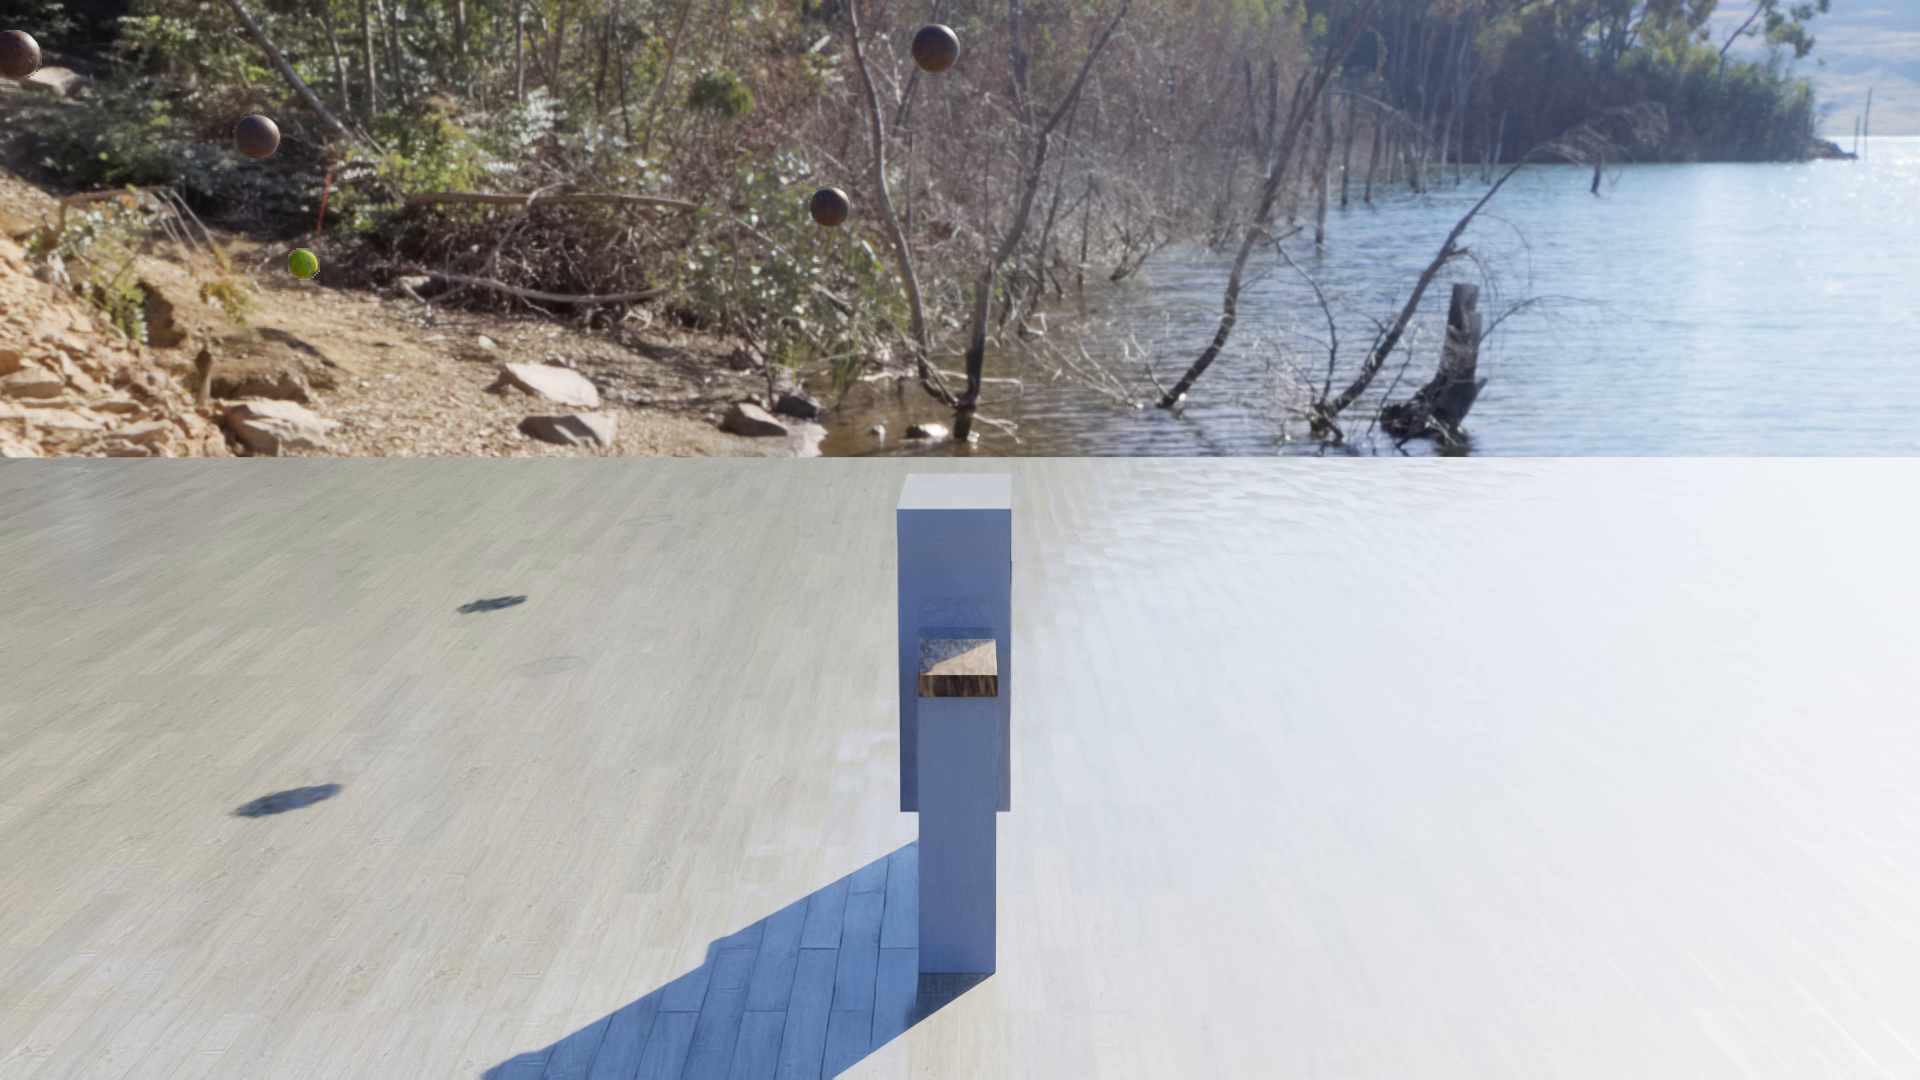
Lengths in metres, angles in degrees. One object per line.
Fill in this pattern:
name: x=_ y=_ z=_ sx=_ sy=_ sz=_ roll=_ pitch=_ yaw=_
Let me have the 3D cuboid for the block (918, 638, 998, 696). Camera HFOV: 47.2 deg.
block: x=-0.004 y=0.192 z=3.334 sx=0.117 sy=0.033 sz=0.233 roll=0 pitch=11 yaw=0

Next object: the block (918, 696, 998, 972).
block: x=-0.004 y=0.437 z=3.301 sx=0.117 sy=0.436 sz=0.033 roll=0 pitch=11 yaw=0

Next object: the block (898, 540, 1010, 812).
block: x=-0.008 y=0.212 z=3.525 sx=0.178 sy=0.451 sz=0.050 roll=0 pitch=11 yaw=1

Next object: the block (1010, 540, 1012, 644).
block: x=-0.003 y=0.122 z=3.747 sx=0.178 sy=0.356 sz=0.050 roll=0 pitch=10 yaw=0

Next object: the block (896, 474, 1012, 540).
block: x=-0.005 y=-0.056 z=3.595 sx=0.178 sy=0.050 sz=0.356 roll=0 pitch=11 yaw=1
